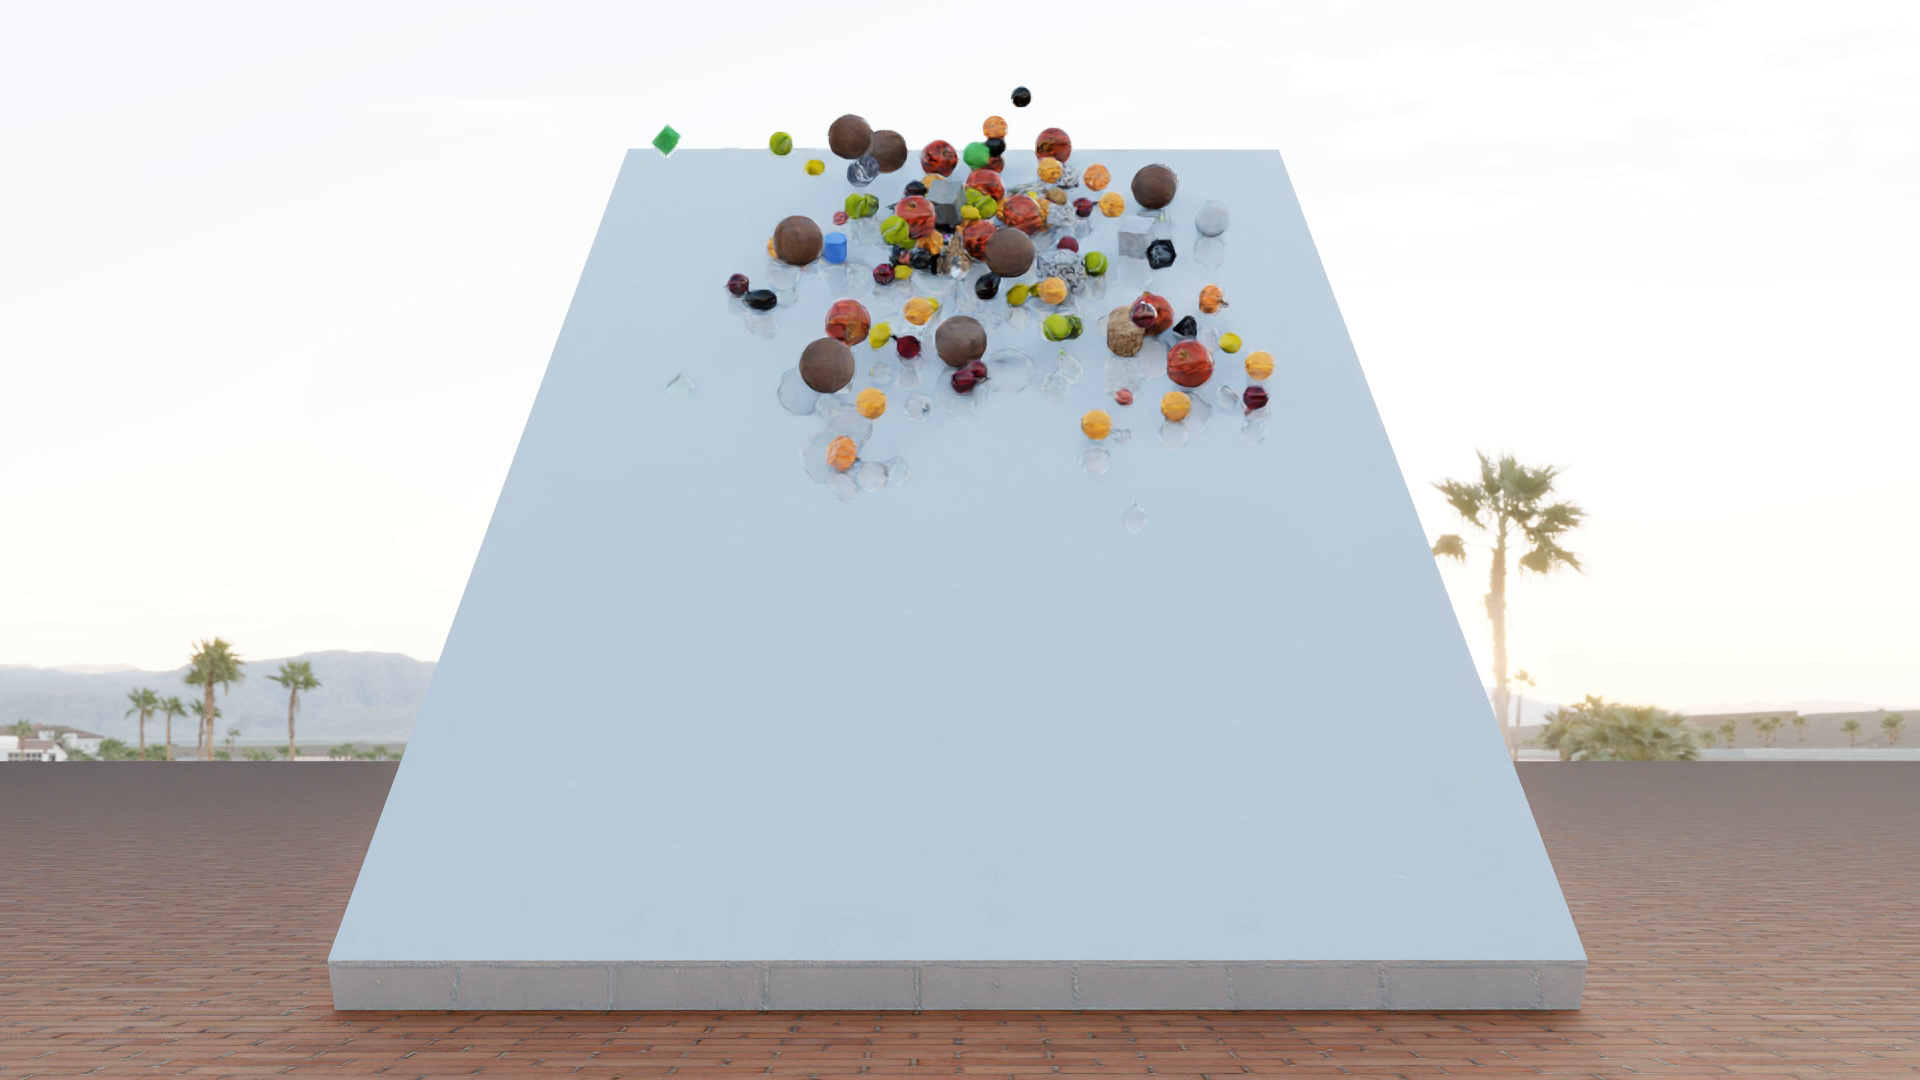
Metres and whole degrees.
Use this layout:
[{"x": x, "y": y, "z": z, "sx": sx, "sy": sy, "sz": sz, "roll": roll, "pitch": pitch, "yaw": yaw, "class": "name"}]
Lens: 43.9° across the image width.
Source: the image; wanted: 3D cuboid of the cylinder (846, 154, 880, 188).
[{"x": -0.281, "y": -1.064, "z": 6.879, "sx": 0.079, "sy": 0.079, "sz": 0.079, "roll": 1, "pitch": -4, "yaw": -16, "class": "cylinder"}]

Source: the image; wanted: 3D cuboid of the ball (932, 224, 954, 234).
[{"x": -0.047, "y": -0.887, "z": 6.654, "sx": 0.065, "sy": 0.065, "sz": 0.065, "roll": 0, "pitch": -5, "yaw": 0, "class": "ball"}]

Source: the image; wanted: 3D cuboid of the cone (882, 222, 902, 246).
[{"x": -0.177, "y": -0.819, "z": 6.308, "sx": 0.059, "sy": 0.059, "sz": 0.059, "roll": 1, "pitch": -48, "yaw": -10, "class": "cone"}]

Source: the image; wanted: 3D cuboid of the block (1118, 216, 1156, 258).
[{"x": 0.483, "y": -0.827, "z": 6.508, "sx": 0.080, "sy": 0.080, "sz": 0.080, "roll": 11, "pitch": 44, "yaw": 21, "class": "block"}]

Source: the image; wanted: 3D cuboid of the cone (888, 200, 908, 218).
[{"x": -0.178, "y": -0.915, "z": 6.564, "sx": 0.054, "sy": 0.054, "sz": 0.054, "roll": 2, "pitch": -5, "yaw": -33, "class": "cone"}]

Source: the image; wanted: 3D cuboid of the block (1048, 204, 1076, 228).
[{"x": 0.283, "y": -0.902, "z": 6.626, "sx": 0.055, "sy": 0.055, "sz": 0.055, "roll": 9, "pitch": 4, "yaw": 34, "class": "block"}]

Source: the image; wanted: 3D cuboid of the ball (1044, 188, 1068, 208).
[{"x": 0.273, "y": -0.976, "z": 6.823, "sx": 0.066, "sy": 0.066, "sz": 0.066, "roll": 0, "pitch": -5, "yaw": 0, "class": "ball"}]

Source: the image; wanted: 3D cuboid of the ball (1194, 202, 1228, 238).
[{"x": 0.699, "y": -0.892, "z": 6.634, "sx": 0.096, "sy": 0.096, "sz": 0.096, "roll": 0, "pitch": -5, "yaw": 0, "class": "ball"}]

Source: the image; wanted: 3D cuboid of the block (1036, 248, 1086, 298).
[{"x": 0.265, "y": -0.700, "z": 6.271, "sx": 0.094, "sy": 0.094, "sz": 0.094, "roll": -12, "pitch": 30, "yaw": -21, "class": "block"}]

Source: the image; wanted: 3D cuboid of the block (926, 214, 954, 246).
[{"x": -0.055, "y": -0.858, "z": 6.591, "sx": 0.072, "sy": 0.072, "sz": 0.072, "roll": -2, "pitch": 28, "yaw": -5, "class": "block"}]

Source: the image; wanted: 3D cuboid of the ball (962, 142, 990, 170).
[{"x": 0.046, "y": -1.090, "z": 6.753, "sx": 0.078, "sy": 0.078, "sz": 0.078, "roll": 0, "pitch": -5, "yaw": 0, "class": "ball"}]

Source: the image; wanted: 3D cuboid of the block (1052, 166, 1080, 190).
[{"x": 0.306, "y": -1.051, "z": 6.913, "sx": 0.055, "sy": 0.055, "sz": 0.055, "roll": 2, "pitch": -3, "yaw": -41, "class": "block"}]

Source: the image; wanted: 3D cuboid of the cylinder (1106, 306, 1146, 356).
[{"x": 0.409, "y": -0.516, "z": 5.891, "sx": 0.091, "sy": 0.091, "sz": 0.091, "roll": 0, "pitch": -32, "yaw": 0, "class": "cylinder"}]

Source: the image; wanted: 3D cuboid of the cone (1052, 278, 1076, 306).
[{"x": 0.272, "y": -0.648, "z": 6.192, "sx": 0.067, "sy": 0.067, "sz": 0.067, "roll": 4, "pitch": 21, "yaw": -1, "class": "cone"}]

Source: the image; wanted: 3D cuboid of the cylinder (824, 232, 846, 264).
[{"x": -0.337, "y": -0.790, "z": 6.442, "sx": 0.060, "sy": 0.060, "sz": 0.060, "roll": 2, "pitch": -50, "yaw": -2, "class": "cylinder"}]

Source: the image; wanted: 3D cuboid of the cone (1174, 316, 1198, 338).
[{"x": 0.559, "y": -0.534, "z": 6.027, "sx": 0.059, "sy": 0.059, "sz": 0.059, "roll": -7, "pitch": -9, "yaw": 43, "class": "cone"}]

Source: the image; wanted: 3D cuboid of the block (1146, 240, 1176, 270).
[{"x": 0.538, "y": -0.764, "z": 6.376, "sx": 0.055, "sy": 0.055, "sz": 0.055, "roll": -8, "pitch": -24, "yaw": -21, "class": "block"}]

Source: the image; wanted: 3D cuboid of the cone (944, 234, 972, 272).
[{"x": -0.015, "y": -0.783, "z": 6.424, "sx": 0.095, "sy": 0.095, "sz": 0.095, "roll": 0, "pitch": 28, "yaw": 0, "class": "cone"}]

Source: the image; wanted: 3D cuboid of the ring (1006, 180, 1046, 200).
[{"x": 0.191, "y": -1.002, "z": 6.835, "sx": 0.121, "sy": 0.040, "sz": 0.121, "roll": -12, "pitch": 3, "yaw": 1, "class": "ring"}]

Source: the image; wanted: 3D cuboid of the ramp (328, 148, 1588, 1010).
[{"x": -0.011, "y": -0.223, "z": 5.574, "sx": 2.000, "sy": 0.100, "sz": 4.000, "roll": 0, "pitch": 28, "yaw": 0, "class": "ramp"}]

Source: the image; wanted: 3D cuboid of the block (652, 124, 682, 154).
[{"x": -0.771, "y": -1.053, "z": 6.270, "sx": 0.051, "sy": 0.051, "sz": 0.051, "roll": -44, "pitch": 15, "yaw": 23, "class": "block"}]

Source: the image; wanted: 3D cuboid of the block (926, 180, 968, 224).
[{"x": -0.037, "y": -0.918, "z": 6.481, "sx": 0.083, "sy": 0.083, "sz": 0.083, "roll": 4, "pitch": -36, "yaw": 18, "class": "block"}]
